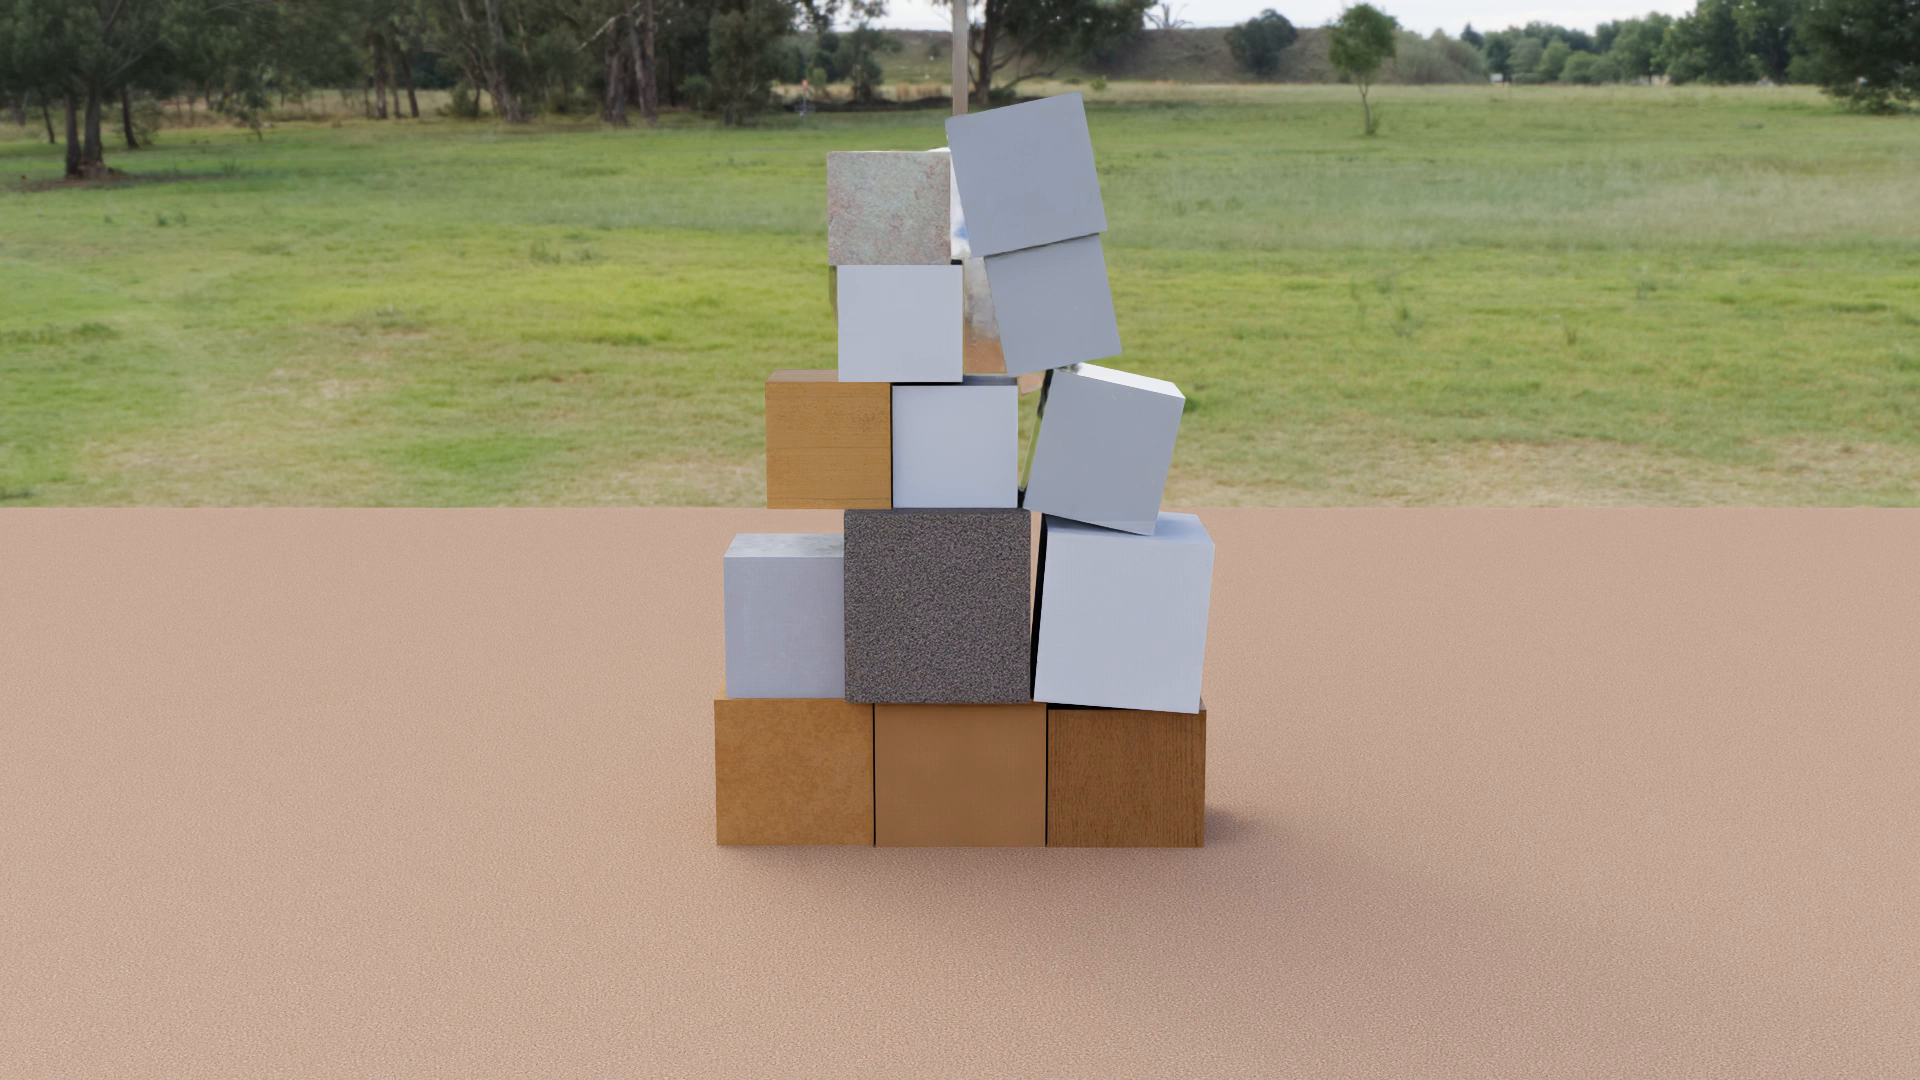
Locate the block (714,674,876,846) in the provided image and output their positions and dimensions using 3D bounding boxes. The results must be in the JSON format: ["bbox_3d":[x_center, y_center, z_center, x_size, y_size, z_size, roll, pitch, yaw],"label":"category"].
[{"bbox_3d":[-0.830,1.101,11.398,0.792,0.755,0.756,0,10,0],"label":"block"}]

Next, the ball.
[{"bbox_3d":[0.000,-1.560,13.229,1.600,1.600,1.600,0,10,0],"label":"ball"}]

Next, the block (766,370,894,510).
[{"bbox_3d":[-0.645,-0.516,11.075,0.609,0.627,0.627,0,10,0],"label":"block"}]

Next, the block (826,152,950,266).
[{"bbox_3d":[-0.343,-1.649,10.889,0.593,0.539,0.566,0,10,0],"label":"block"}]

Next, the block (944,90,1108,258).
[{"bbox_3d":[0.316,-1.806,10.852,0.666,0.673,0.653,-12,10,2],"label":"block"}]

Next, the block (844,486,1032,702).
[{"bbox_3d":[-0.110,0.258,11.208,0.910,0.942,0.917,0,10,0],"label":"block"}]

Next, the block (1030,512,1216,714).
[{"bbox_3d":[0.806,0.330,11.221,0.816,0.849,0.896,4,10,-1],"label":"block"}]

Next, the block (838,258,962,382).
[{"bbox_3d":[-0.290,-1.103,10.972,0.604,0.565,0.605,0,10,0],"label":"block"}]

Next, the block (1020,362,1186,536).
[{"bbox_3d":[0.704,-0.484,11.081,0.655,0.699,0.708,12,10,-2],"label":"block"}]

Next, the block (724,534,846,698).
[{"bbox_3d":[-0.873,0.378,11.264,0.596,0.717,0.663,0,10,0],"label":"block"}]

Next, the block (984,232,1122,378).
[{"bbox_3d":[0.452,-1.192,10.961,0.568,0.603,0.572,-12,10,2],"label":"block"}]

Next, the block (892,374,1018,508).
[{"bbox_3d":[-0.023,-0.508,11.096,0.614,0.604,0.562,0,10,0],"label":"block"}]

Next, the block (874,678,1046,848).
[{"bbox_3d":[0.003,1.094,11.398,0.853,0.770,0.815,0,10,0],"label":"block"}]

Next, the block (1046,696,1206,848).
[{"bbox_3d":[0.833,1.127,11.377,0.787,0.713,0.774,0,10,0],"label":"block"}]

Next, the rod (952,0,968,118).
[{"bbox_3d":[0.000,-4.418,11.388,0.080,5.200,0.080,0,33,0],"label":"rod"}]
